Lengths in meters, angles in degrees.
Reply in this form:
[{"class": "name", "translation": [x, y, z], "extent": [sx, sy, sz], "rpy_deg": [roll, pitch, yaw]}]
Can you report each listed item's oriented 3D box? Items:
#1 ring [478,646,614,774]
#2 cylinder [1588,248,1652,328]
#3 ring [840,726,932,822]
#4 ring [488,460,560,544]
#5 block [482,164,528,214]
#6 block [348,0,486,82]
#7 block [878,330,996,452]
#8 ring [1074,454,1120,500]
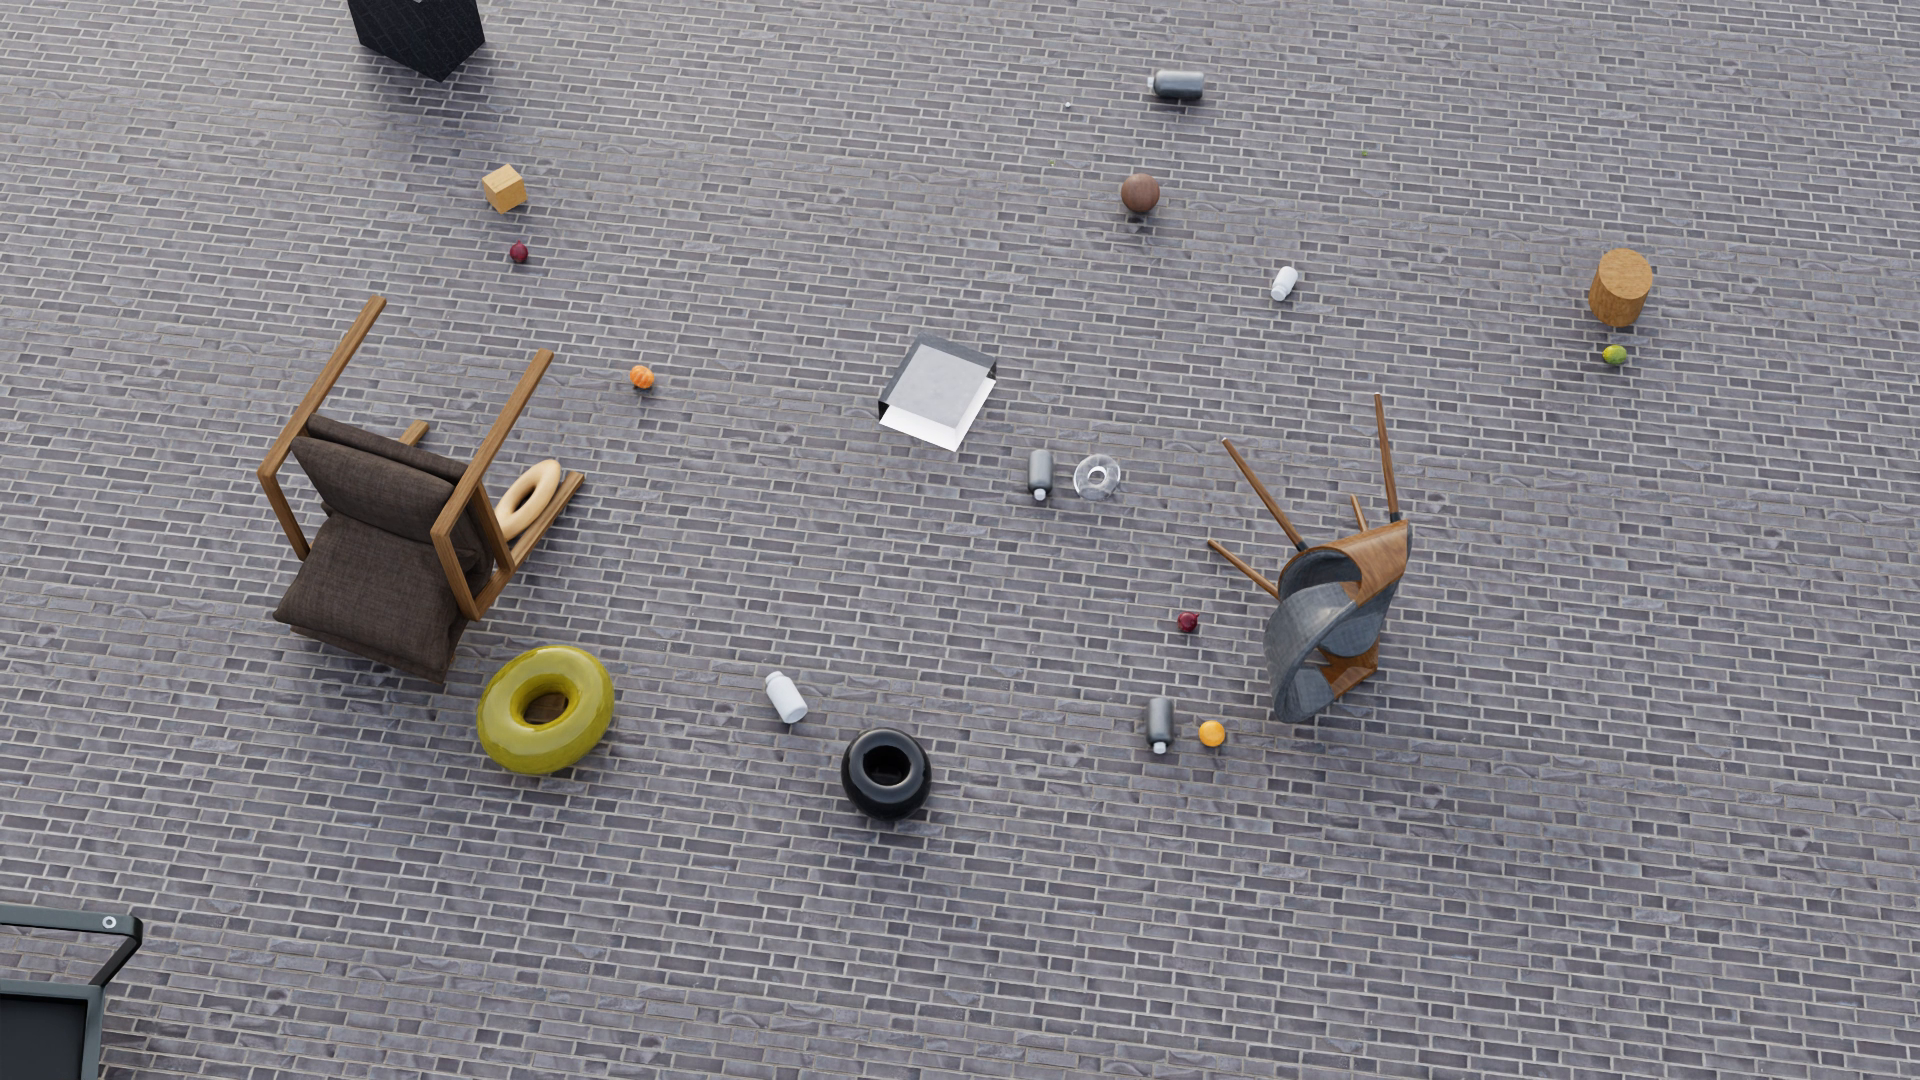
[{"class": "ring", "translation": [-1.158, 0.474, 6.152], "extent": [0.350, 0.178, 0.406], "rpy_deg": [39, 65, 21]}, {"class": "cylinder", "translation": [2.111, -0.807, 7.032], "extent": [0.169, 0.139, 0.213], "rpy_deg": [5, 56, 4]}, {"class": "ring", "translation": [-0.203, 0.644, 6.054], "extent": [0.248, 0.150, 0.269], "rpy_deg": [-26, 61, -19]}, {"class": "ring", "translation": [-1.305, -0.117, 6.593], "extent": [0.165, 0.053, 0.350], "rpy_deg": [3, 47, 32]}, {"class": "block", "translation": [-1.510, -1.164, 7.293], "extent": [0.105, 0.103, 0.085], "rpy_deg": [-35, 63, -21]}, {"class": "block", "translation": [-1.893, -1.856, 7.599], "extent": [0.365, 0.367, 0.246], "rpy_deg": [28, 60, 17]}, {"class": "block", "translation": [-0.069, -0.463, 6.815], "extent": [0.260, 0.116, 0.303], "rpy_deg": [21, 59, 14]}, {"class": "ring", "translation": [0.416, -0.190, 6.680], "extent": [0.137, 0.037, 0.178], "rpy_deg": [17, 59, 10]}]
